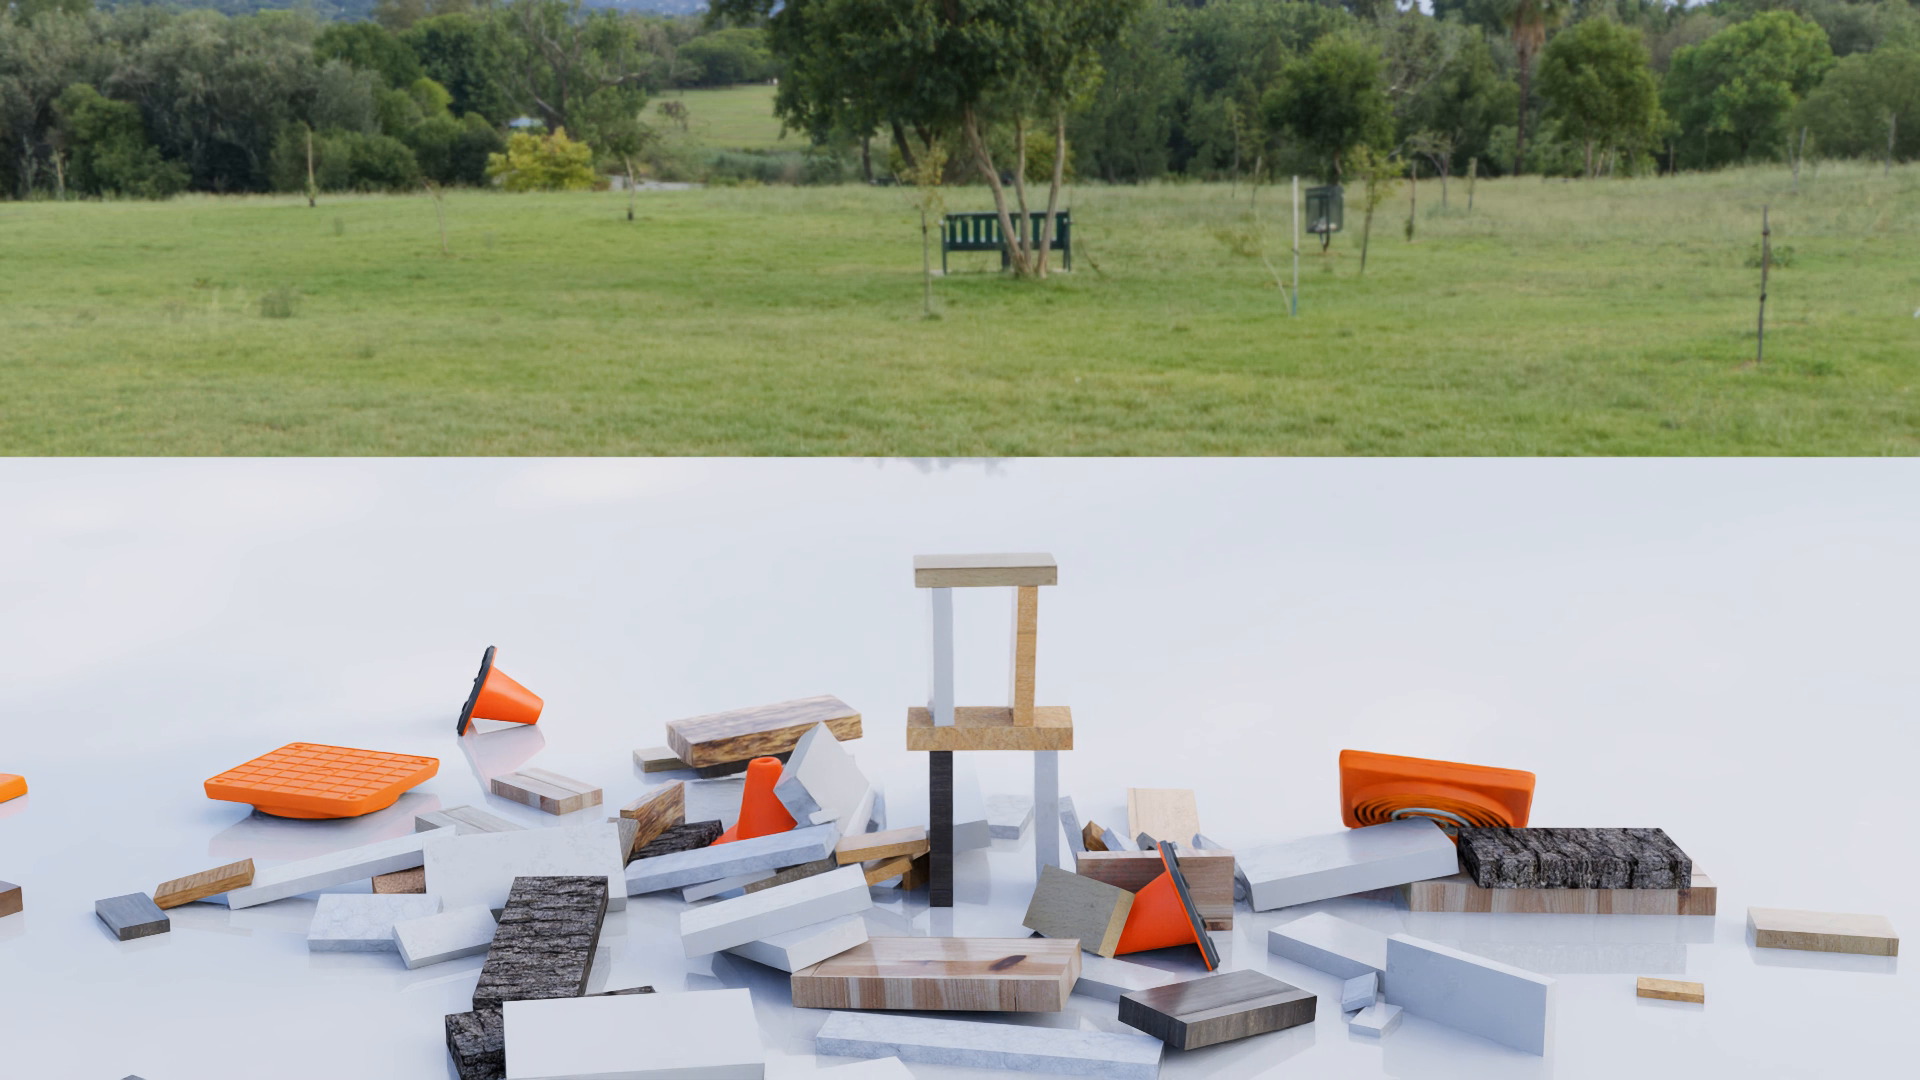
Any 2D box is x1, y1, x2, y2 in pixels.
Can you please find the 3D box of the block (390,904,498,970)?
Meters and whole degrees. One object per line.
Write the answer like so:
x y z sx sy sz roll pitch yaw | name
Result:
-0.790 0.612 3.395 0.153 0.022 0.077 -7 43 -35 | block

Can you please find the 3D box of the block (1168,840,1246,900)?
0.410 0.549 3.654 0.132 0.019 0.066 31 7 -9 | block

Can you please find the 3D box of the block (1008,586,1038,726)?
0.102 0.177 3.579 0.032 0.228 0.114 1 10 -4 | block

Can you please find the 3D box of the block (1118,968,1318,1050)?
0.366 0.661 3.109 0.264 0.037 0.132 -1 9 -40 | block

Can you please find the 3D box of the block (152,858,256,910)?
-1.247 0.568 3.632 0.153 0.022 0.077 -15 13 -10 | block

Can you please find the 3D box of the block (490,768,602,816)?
-0.788 0.478 4.191 0.210 0.030 0.105 10 14 42 | block

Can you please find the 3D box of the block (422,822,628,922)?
-0.709 0.545 3.579 0.314 0.041 0.146 -3 49 -15 | block

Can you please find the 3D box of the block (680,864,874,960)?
-0.281 0.563 3.342 0.286 0.037 0.132 -15 7 -6 | block

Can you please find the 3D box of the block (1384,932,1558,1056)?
0.720 0.641 3.111 0.258 0.104 0.029 10 15 44 | block

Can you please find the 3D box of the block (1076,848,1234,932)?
0.309 0.559 3.499 0.247 0.124 0.035 -1 11 -3 | block

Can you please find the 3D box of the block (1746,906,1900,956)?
1.353 0.615 3.456 0.208 0.029 0.104 2 11 11 | block

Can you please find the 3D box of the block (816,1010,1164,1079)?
0.041 0.696 3.027 0.471 0.026 0.092 2 11 11 | block

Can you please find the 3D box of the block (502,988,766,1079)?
-0.438 0.676 2.938 0.333 0.047 0.167 0 24 -13 | block

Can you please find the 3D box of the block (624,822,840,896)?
-0.386 0.531 3.652 0.369 0.027 0.096 -12 11 13 | block

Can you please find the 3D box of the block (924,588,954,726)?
-0.034 0.178 3.579 0.032 0.228 0.114 -2 11 -7 | block

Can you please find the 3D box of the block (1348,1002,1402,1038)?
0.593 0.683 3.133 0.047 0.013 0.094 6 12 30 | block

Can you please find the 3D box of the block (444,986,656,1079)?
-0.553 0.684 3.049 0.293 0.042 0.147 -4 12 -21 | block

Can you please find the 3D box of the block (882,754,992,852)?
-0.046 0.486 4.014 0.175 0.050 0.411 -10 11 -1 | block

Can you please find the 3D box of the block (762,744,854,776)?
-0.310 0.440 4.407 0.177 0.025 0.089 -5 11 -23 | block

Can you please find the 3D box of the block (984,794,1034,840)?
0.083 0.508 4.043 0.089 0.025 0.187 2 11 13 | block

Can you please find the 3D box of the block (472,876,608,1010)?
-0.627 0.613 3.323 0.147 0.042 0.405 0 16 -2 | block

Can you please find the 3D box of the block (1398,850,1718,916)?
0.983 0.568 3.655 0.491 0.048 0.170 0 11 2 | block

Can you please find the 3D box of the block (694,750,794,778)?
-0.419 0.426 4.347 0.210 0.030 0.105 -9 13 -24 | block

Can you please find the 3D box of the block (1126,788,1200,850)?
0.367 0.518 3.958 0.124 0.035 0.371 1 11 3 | block

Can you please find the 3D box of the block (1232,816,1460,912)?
0.637 0.536 3.657 0.340 0.048 0.170 -11 10 -2 | block

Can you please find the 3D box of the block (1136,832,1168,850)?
0.355 0.538 3.656 0.132 0.019 0.066 35 7 -12 | block

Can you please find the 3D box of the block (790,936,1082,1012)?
-0.032 0.634 3.221 0.397 0.047 0.166 -2 10 14 | block

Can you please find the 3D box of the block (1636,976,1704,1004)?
1.046 0.663 3.240 0.094 0.013 0.047 3 11 16 | block

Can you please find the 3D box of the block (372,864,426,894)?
-0.821 0.563 3.651 0.292 0.041 0.146 -7 11 -19 | block

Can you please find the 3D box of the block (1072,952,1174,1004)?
0.215 0.651 3.268 0.184 0.026 0.092 7 12 32 | block

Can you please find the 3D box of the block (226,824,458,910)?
-1.023 0.543 3.660 0.370 0.027 0.095 -13 12 -8 | block

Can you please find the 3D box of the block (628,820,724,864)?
-0.496 0.534 3.838 0.096 0.027 0.193 -10 7 18 | block

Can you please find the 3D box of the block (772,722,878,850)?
-0.237 0.453 3.940 0.050 0.175 0.350 -36 6 9 | block
